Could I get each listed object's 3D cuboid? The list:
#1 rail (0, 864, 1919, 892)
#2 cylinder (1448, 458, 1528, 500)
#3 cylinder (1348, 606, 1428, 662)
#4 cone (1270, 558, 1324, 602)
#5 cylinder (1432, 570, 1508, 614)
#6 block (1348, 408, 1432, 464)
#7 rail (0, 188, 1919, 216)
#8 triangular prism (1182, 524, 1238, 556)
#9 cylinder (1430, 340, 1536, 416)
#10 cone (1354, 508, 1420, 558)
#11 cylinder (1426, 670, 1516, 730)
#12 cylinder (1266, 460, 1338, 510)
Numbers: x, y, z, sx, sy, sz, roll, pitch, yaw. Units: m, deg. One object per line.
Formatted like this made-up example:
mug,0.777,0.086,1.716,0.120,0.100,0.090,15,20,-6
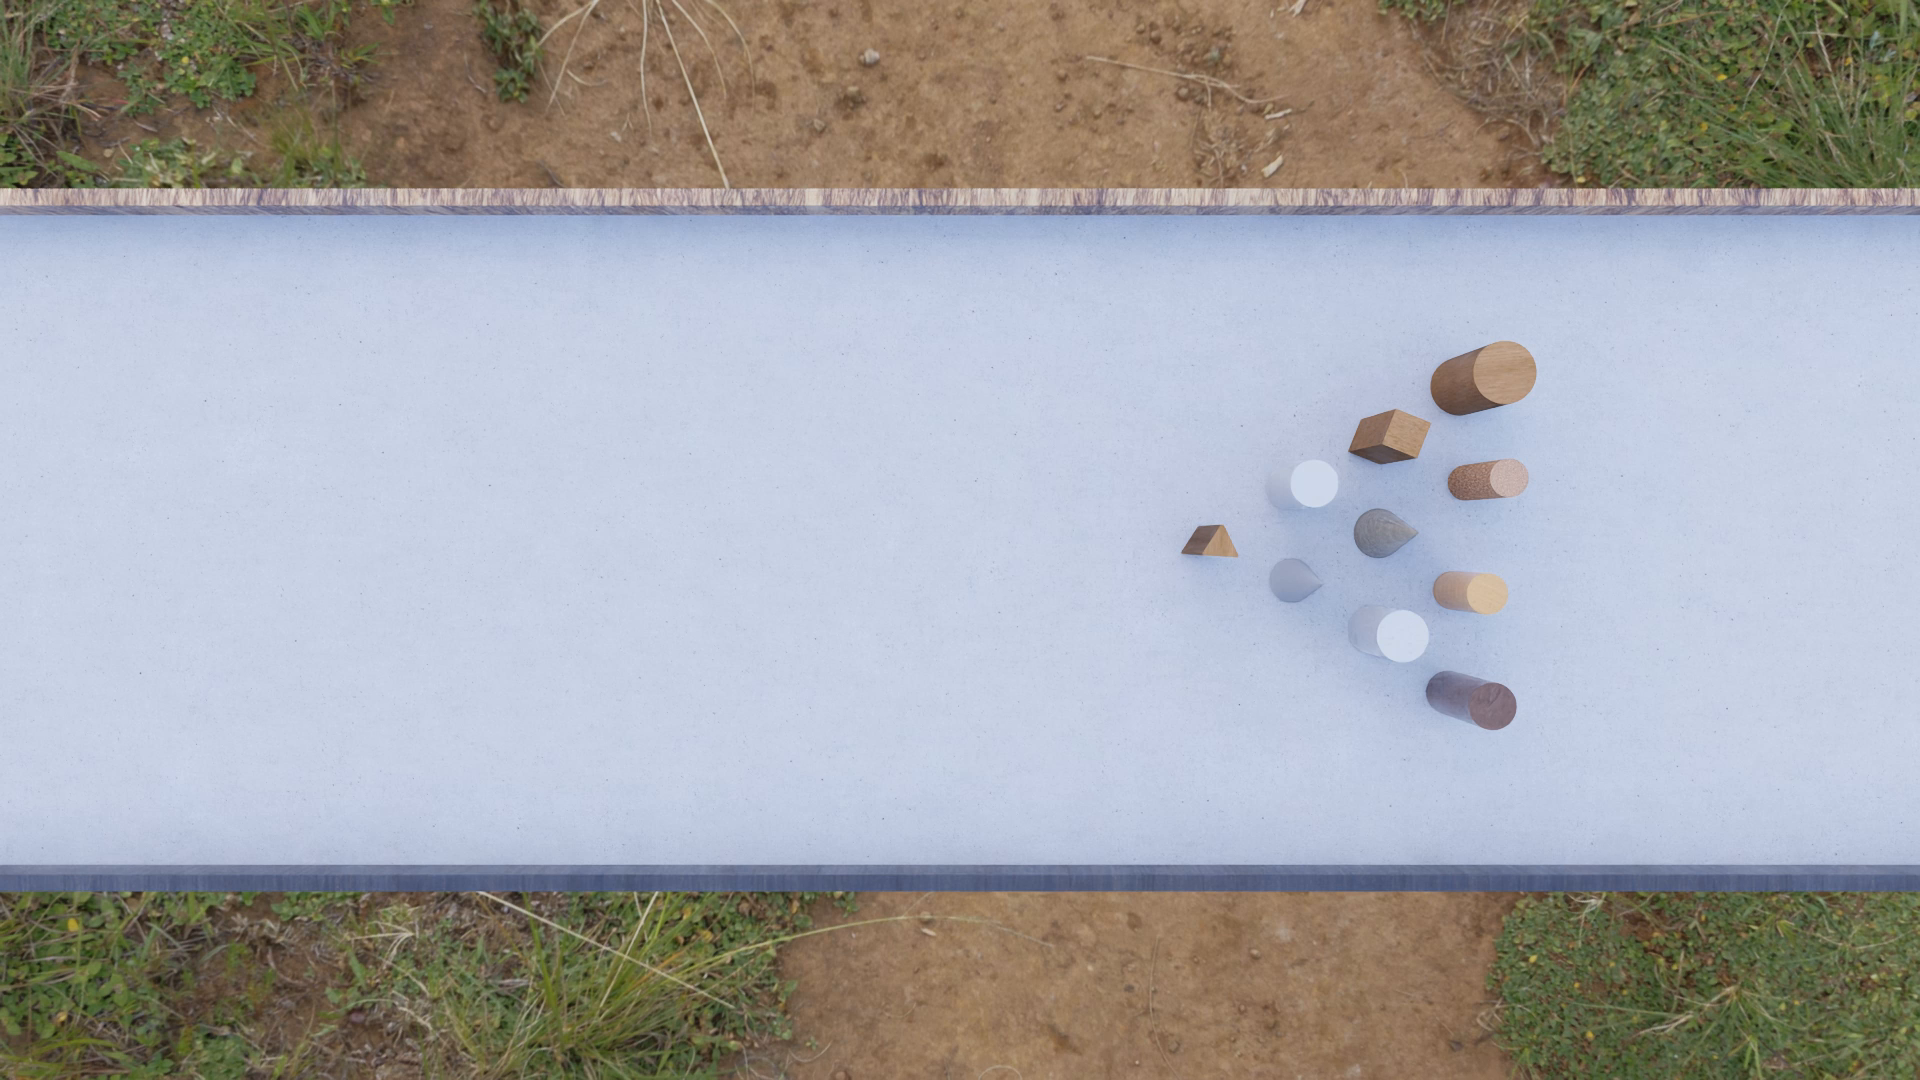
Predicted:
rail,-2.247,1.025,5.001,12.000,0.150,0.050,0,90,0
cylinder,1.556,-0.176,4.873,0.110,0.406,0.110,0,90,0
cylinder,1.268,0.276,4.901,0.150,0.352,0.150,0,90,0
cone,1.021,0.125,4.850,0.137,0.452,0.137,0,90,0
cylinder,1.515,0.155,4.906,0.119,0.340,0.119,0,90,0
block,1.264,-0.302,4.871,0.108,0.410,0.108,22,90,0
rail,-2.247,-1.025,5.002,12.000,0.150,0.050,0,90,0
triangular prism,0.734,0.000,4.853,0.101,0.447,0.087,4,90,0
cylinder,1.537,-0.473,4.863,0.179,0.426,0.179,0,90,0
cone,1.288,-0.021,4.849,0.154,0.455,0.154,0,90,0
cylinder,1.502,0.469,4.862,0.135,0.429,0.135,0,90,0
cylinder,1.011,-0.161,4.890,0.136,0.374,0.136,0,90,0
